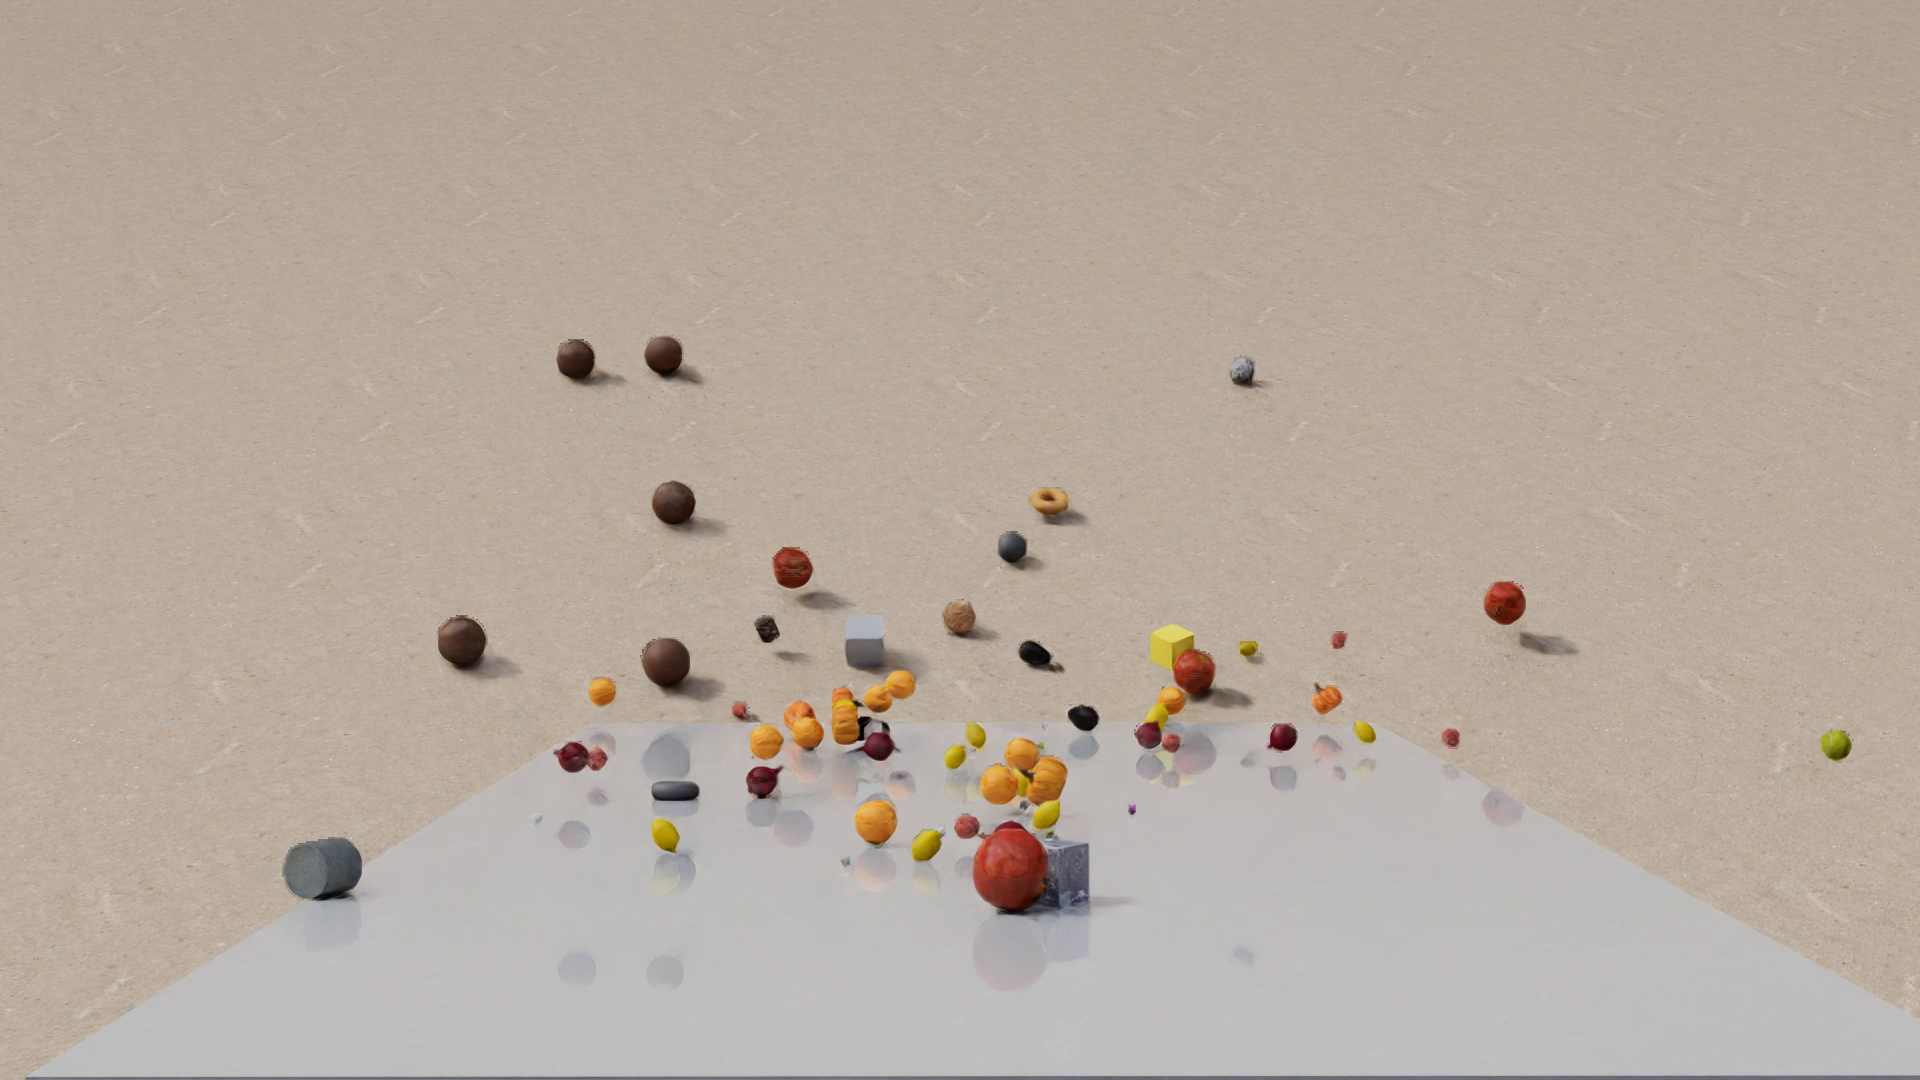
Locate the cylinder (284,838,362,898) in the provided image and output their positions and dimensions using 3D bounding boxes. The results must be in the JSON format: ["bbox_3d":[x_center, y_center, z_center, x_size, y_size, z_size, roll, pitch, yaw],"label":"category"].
[{"bbox_3d":[-0.926,0.478,3.756,0.078,0.078,0.078,13,6,24],"label":"cylinder"}]

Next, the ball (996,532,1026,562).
[{"bbox_3d":[0.151,0.022,7.560,0.086,0.086,0.086,0,27,0],"label":"ball"}]

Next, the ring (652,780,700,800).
[{"bbox_3d":[-0.546,0.480,4.950,0.094,0.031,0.094,0,0,0],"label":"ring"}]

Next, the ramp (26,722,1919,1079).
[{"bbox_3d":[0.061,0.552,4.588,2.000,0.100,4.000,0,1,0],"label":"ramp"}]

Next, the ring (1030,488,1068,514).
[{"bbox_3d":[0.272,-0.118,7.820,0.117,0.039,0.117,1,33,-1],"label":"ring"}]

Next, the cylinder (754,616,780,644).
[{"bbox_3d":[-0.528,0.246,7.063,0.054,0.054,0.054,-23,16,7],"label":"cylinder"}]

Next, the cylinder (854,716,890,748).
[{"bbox_3d":[-0.200,0.437,5.893,0.060,0.060,0.060,27,1,41],"label":"cylinder"}]

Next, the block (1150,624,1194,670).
[{"bbox_3d":[0.578,0.291,7.034,0.083,0.083,0.083,-21,32,-35],"label":"block"}]

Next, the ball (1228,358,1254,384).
[{"bbox_3d":[0.952,-0.573,8.722,0.088,0.088,0.088,0,27,0],"label":"ball"}]

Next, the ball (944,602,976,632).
[{"bbox_3d":[-0.001,0.214,7.181,0.088,0.088,0.088,0,27,0],"label":"ball"}]

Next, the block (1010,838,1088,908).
[{"bbox_3d":[0.128,0.476,3.700,0.082,0.082,0.082,1,1,34],"label":"block"}]

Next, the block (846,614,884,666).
[{"bbox_3d":[-0.258,0.274,7.032,0.100,0.100,0.100,-1,38,0],"label":"block"}]
